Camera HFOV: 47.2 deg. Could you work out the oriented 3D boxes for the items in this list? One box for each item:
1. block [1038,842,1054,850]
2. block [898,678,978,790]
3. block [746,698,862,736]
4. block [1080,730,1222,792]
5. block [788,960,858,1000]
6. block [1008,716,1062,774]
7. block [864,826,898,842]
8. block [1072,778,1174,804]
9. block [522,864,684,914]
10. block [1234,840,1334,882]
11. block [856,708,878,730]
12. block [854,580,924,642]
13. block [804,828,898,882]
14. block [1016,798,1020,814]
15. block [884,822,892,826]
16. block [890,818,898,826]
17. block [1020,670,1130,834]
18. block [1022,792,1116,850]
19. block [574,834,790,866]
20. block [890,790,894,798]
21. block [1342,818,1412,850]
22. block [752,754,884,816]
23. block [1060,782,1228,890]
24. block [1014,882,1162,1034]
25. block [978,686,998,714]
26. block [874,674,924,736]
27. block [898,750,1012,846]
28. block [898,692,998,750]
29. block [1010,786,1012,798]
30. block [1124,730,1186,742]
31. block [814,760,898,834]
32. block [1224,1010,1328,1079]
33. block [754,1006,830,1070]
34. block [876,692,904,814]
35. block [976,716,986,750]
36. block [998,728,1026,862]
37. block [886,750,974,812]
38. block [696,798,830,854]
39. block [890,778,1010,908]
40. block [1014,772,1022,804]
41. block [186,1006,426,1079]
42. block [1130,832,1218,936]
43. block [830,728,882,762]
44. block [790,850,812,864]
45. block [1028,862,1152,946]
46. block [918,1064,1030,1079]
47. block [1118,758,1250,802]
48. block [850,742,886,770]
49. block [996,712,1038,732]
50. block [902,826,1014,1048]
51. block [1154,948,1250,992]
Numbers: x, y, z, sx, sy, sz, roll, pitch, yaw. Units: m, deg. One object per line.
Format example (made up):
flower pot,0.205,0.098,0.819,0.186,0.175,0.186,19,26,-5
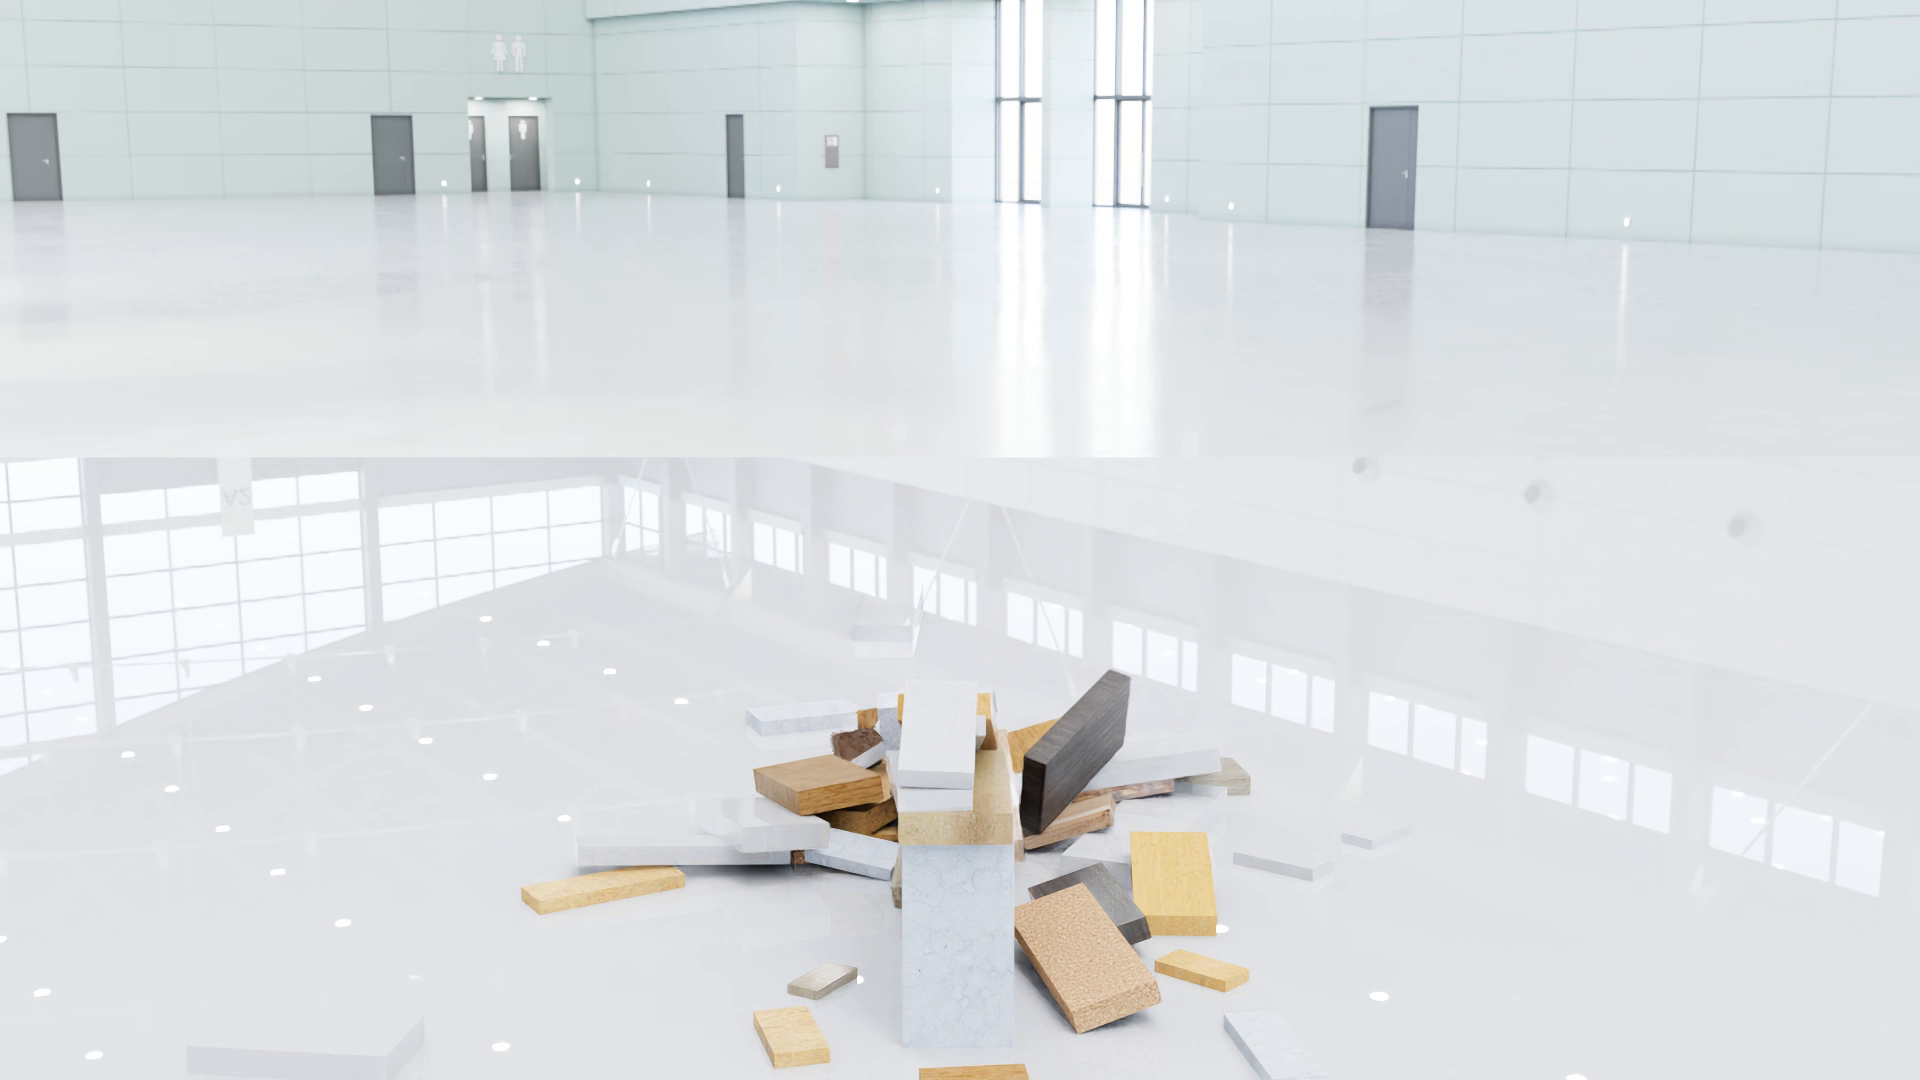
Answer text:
block,0.150,0.533,3.941,0.045,0.013,0.091,7,13,34
block,-0.029,0.266,3.037,0.102,0.029,0.203,3,33,0
block,-0.332,0.380,4.713,0.229,0.032,0.114,-4,11,-21
block,0.322,0.415,4.107,0.312,0.044,0.156,-8,7,1
block,-0.204,0.656,3.273,0.054,0.015,0.107,6,12,30
block,0.143,0.426,4.222,0.264,0.132,0.037,-11,-29,-46
block,-0.142,0.520,3.892,0.091,0.013,0.045,0,10,1
block,0.295,0.458,4.080,0.187,0.027,0.094,-9,7,-6
block,-0.594,0.579,3.667,0.257,0.023,0.082,-6,12,-31
block,0.559,0.554,3.801,0.154,0.022,0.077,8,13,36
block,-0.085,0.360,4.538,0.133,0.038,0.266,3,-11,-35
block,-0.181,0.183,5.749,0.145,0.041,0.551,0,11,2
block,-0.175,0.540,3.788,0.165,0.023,0.082,10,26,22
block,0.047,0.454,3.959,0.094,0.027,0.187,7,26,-20
block,-0.145,0.503,3.984,0.045,0.013,0.091,1,11,5
block,-0.123,0.521,3.981,0.152,0.022,0.076,-1,11,-3
block,0.206,0.376,3.930,0.044,0.156,0.312,20,36,25
block,0.192,0.497,3.885,0.165,0.023,0.082,-18,16,13
block,-0.478,0.533,3.782,0.359,0.032,0.114,1,1,-12
block,-0.058,0.421,3.711,0.107,0.015,0.054,5,33,22
block,0.750,0.528,3.956,0.064,0.018,0.128,10,14,43
block,-0.258,0.439,3.956,0.153,0.043,0.305,-9,5,-19
block,0.335,0.520,3.924,0.156,0.044,0.486,4,11,22
block,0.179,0.616,3.266,0.130,0.037,0.351,-19,18,-9
block,-0.030,0.341,3.959,0.162,0.046,0.323,-6,12,7
block,-0.108,0.302,4.009,0.081,0.023,0.161,-40,6,14
block,-0.008,0.361,3.104,0.153,0.043,0.307,0,11,-1
block,-0.015,0.276,3.312,0.134,0.038,0.351,-1,-13,2
block,-0.002,0.513,3.245,0.153,0.307,0.043,0,11,0
block,0.374,0.411,4.341,0.153,0.043,0.305,-2,0,3
block,-0.152,0.467,4.010,0.145,0.041,0.290,-1,11,31
block,0.431,0.700,3.016,0.077,0.022,0.222,-2,11,-10
block,-0.236,0.691,3.063,0.077,0.022,0.154,-3,11,-16
block,-0.049,0.358,3.564,0.134,0.267,0.038,-6,34,4
block,-0.022,0.290,3.222,0.102,0.029,0.268,0,-13,-3
block,0.018,0.455,3.860,0.162,0.046,0.323,-8,31,0
block,-0.044,0.333,3.056,0.102,0.029,0.203,-1,11,-6
block,-0.349,0.496,3.844,0.153,0.043,0.318,0,2,-21
block,-0.013,0.495,3.710,0.162,0.046,0.323,-3,31,9
block,0.053,0.484,3.981,0.264,0.037,0.132,-3,29,-37
block,-0.894,0.691,3.016,0.280,0.040,0.140,1,11,7
block,0.346,0.558,3.590,0.130,0.037,0.259,0,23,2
block,-0.175,0.415,4.382,0.161,0.081,0.023,-7,-9,-34
block,-0.263,0.537,3.894,0.076,0.022,0.152,-2,11,-10
block,0.202,0.589,3.480,0.130,0.037,0.259,-18,13,-8
block,0.043,0.759,2.651,0.140,0.040,0.512,-1,11,-6
block,0.416,0.462,4.255,0.264,0.037,0.132,-2,11,-9
block,-0.190,0.429,4.138,0.094,0.027,0.187,-30,-7,-24
block,0.050,0.390,4.275,0.290,0.041,0.145,10,30,-34
block,-0.002,0.550,3.043,0.153,0.307,0.043,0,10,0
block,0.364,0.648,3.309,0.128,0.018,0.064,9,14,40
